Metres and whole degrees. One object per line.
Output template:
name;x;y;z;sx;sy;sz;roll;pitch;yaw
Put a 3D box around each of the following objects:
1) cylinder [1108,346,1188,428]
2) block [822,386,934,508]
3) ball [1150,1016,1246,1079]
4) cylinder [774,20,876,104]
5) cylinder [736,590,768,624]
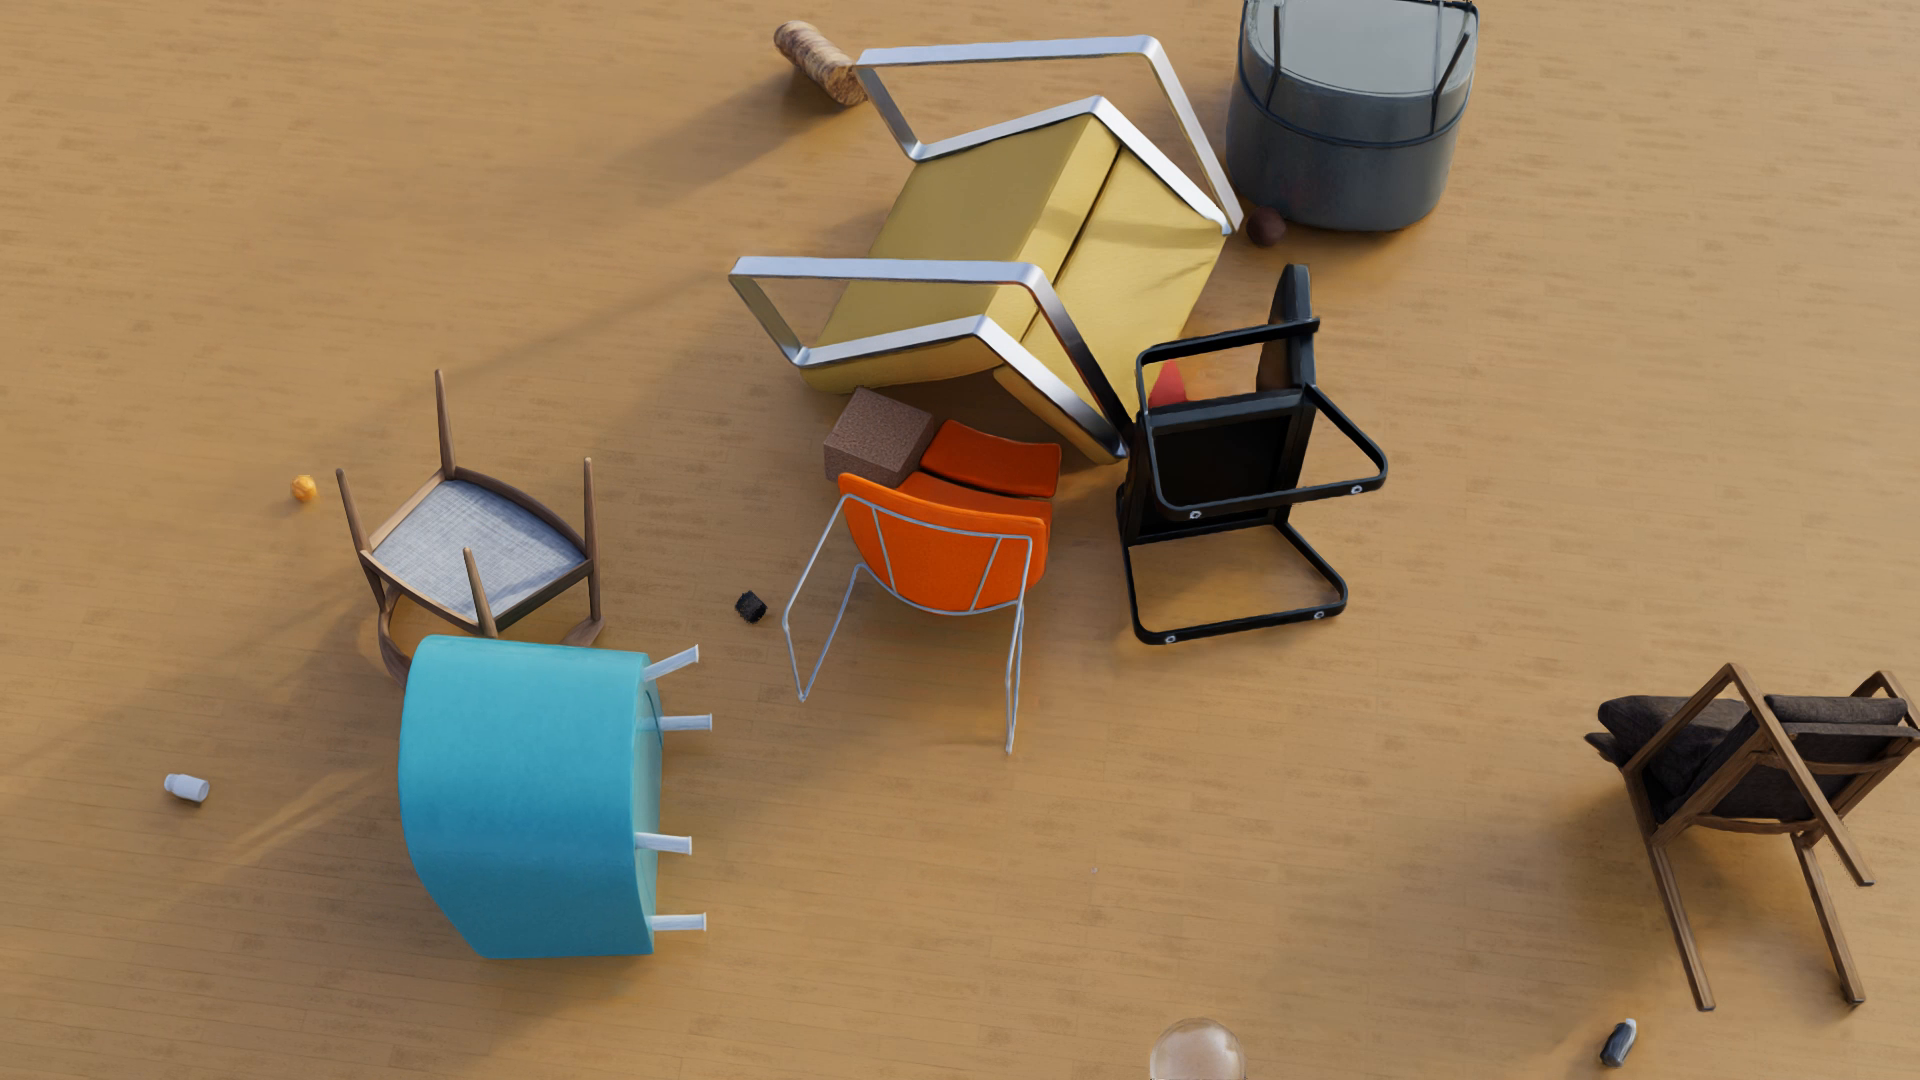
cylinder;0.582;-0.477;6.808;0.175;0.140;0.239;-15;67;-10
block;-0.245;-0.282;6.654;0.249;0.182;0.238;21;59;14
ball;0.600;1.325;5.538;0.243;0.243;0.243;0;56;0
cylinder;-0.465;-1.635;7.533;0.285;0.275;0.142;43;106;25
cylinder;-0.608;0.195;6.407;0.066;0.057;0.068;43;94;24
